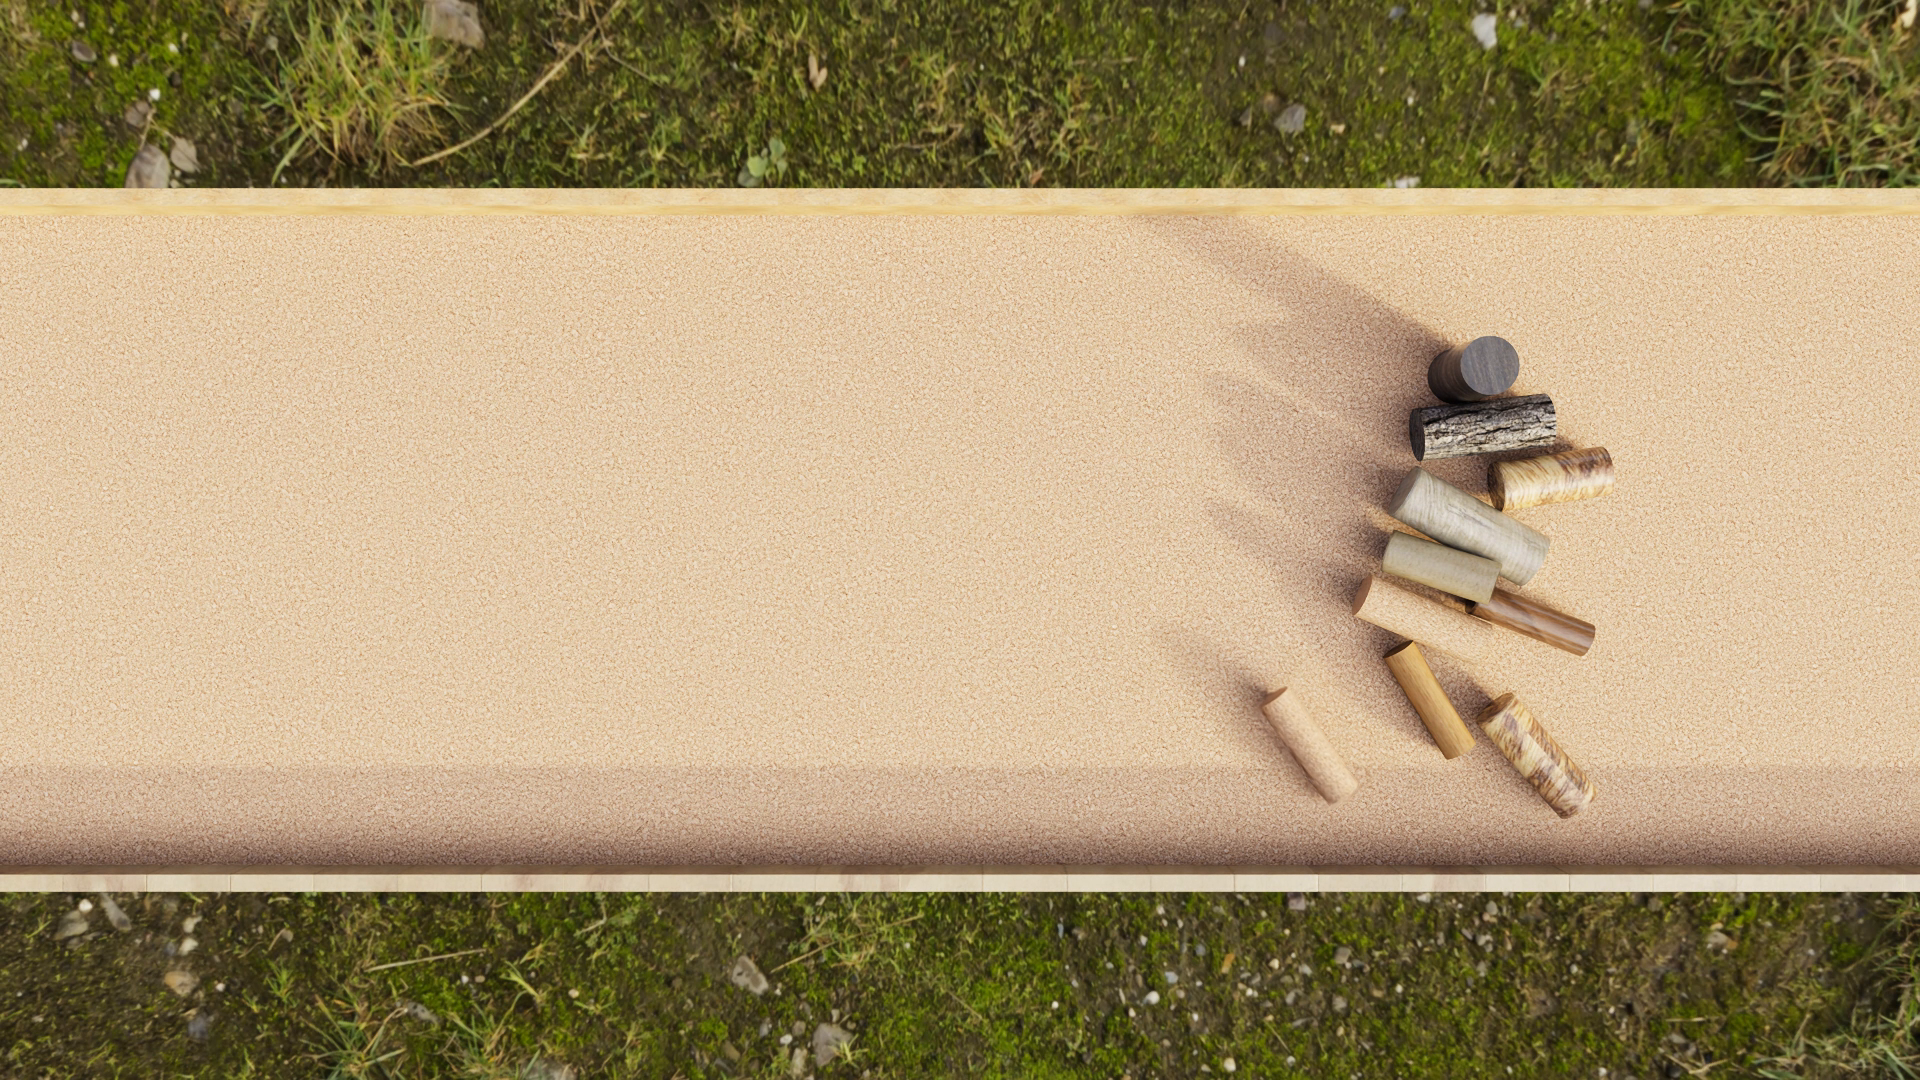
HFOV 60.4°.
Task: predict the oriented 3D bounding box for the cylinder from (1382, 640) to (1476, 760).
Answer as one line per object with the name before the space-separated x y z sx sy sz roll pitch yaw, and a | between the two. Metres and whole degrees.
cylinder | 1.430 0.487 5.024 0.104 0.104 0.363 -32 90 0

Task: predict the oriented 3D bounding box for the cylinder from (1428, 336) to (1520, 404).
cylinder | 1.525 -0.503 4.910 0.171 0.334 0.171 0 90 0

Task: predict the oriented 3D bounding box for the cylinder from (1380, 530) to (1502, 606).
cylinder | 1.446 0.082 4.961 0.328 0.132 0.132 19 90 19

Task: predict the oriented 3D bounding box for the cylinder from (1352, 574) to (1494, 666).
cylinder | 1.403 0.242 5.008 0.394 0.137 0.137 23 90 0

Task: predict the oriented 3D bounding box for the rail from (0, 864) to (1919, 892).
rail | -2.247 1.025 5.001 12.000 0.150 0.050 0 90 0

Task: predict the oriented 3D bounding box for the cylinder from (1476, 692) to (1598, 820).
cylinder | 1.749 0.654 5.006 0.141 0.141 0.387 -42 90 0

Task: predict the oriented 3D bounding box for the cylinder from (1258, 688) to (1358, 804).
cylinder | 1.058 0.627 5.023 0.107 0.107 0.364 -36 90 0

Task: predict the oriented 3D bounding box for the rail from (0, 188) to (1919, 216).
rail | -2.247 -1.025 5.002 12.000 0.150 0.050 0 90 0

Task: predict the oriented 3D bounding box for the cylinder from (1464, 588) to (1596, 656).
cylinder | 1.735 0.240 5.024 0.371 0.106 0.106 21 90 0

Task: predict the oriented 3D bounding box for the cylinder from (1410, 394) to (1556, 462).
cylinder | 1.581 -0.341 4.996 0.396 0.162 0.162 -7 90 0

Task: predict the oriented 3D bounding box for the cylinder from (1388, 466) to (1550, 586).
cylinder | 1.538 -0.042 4.991 0.448 0.171 0.171 28 90 0

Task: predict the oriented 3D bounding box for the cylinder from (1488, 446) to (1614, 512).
cylinder | 1.789 -0.185 5.001 0.332 0.152 0.152 -9 90 0
